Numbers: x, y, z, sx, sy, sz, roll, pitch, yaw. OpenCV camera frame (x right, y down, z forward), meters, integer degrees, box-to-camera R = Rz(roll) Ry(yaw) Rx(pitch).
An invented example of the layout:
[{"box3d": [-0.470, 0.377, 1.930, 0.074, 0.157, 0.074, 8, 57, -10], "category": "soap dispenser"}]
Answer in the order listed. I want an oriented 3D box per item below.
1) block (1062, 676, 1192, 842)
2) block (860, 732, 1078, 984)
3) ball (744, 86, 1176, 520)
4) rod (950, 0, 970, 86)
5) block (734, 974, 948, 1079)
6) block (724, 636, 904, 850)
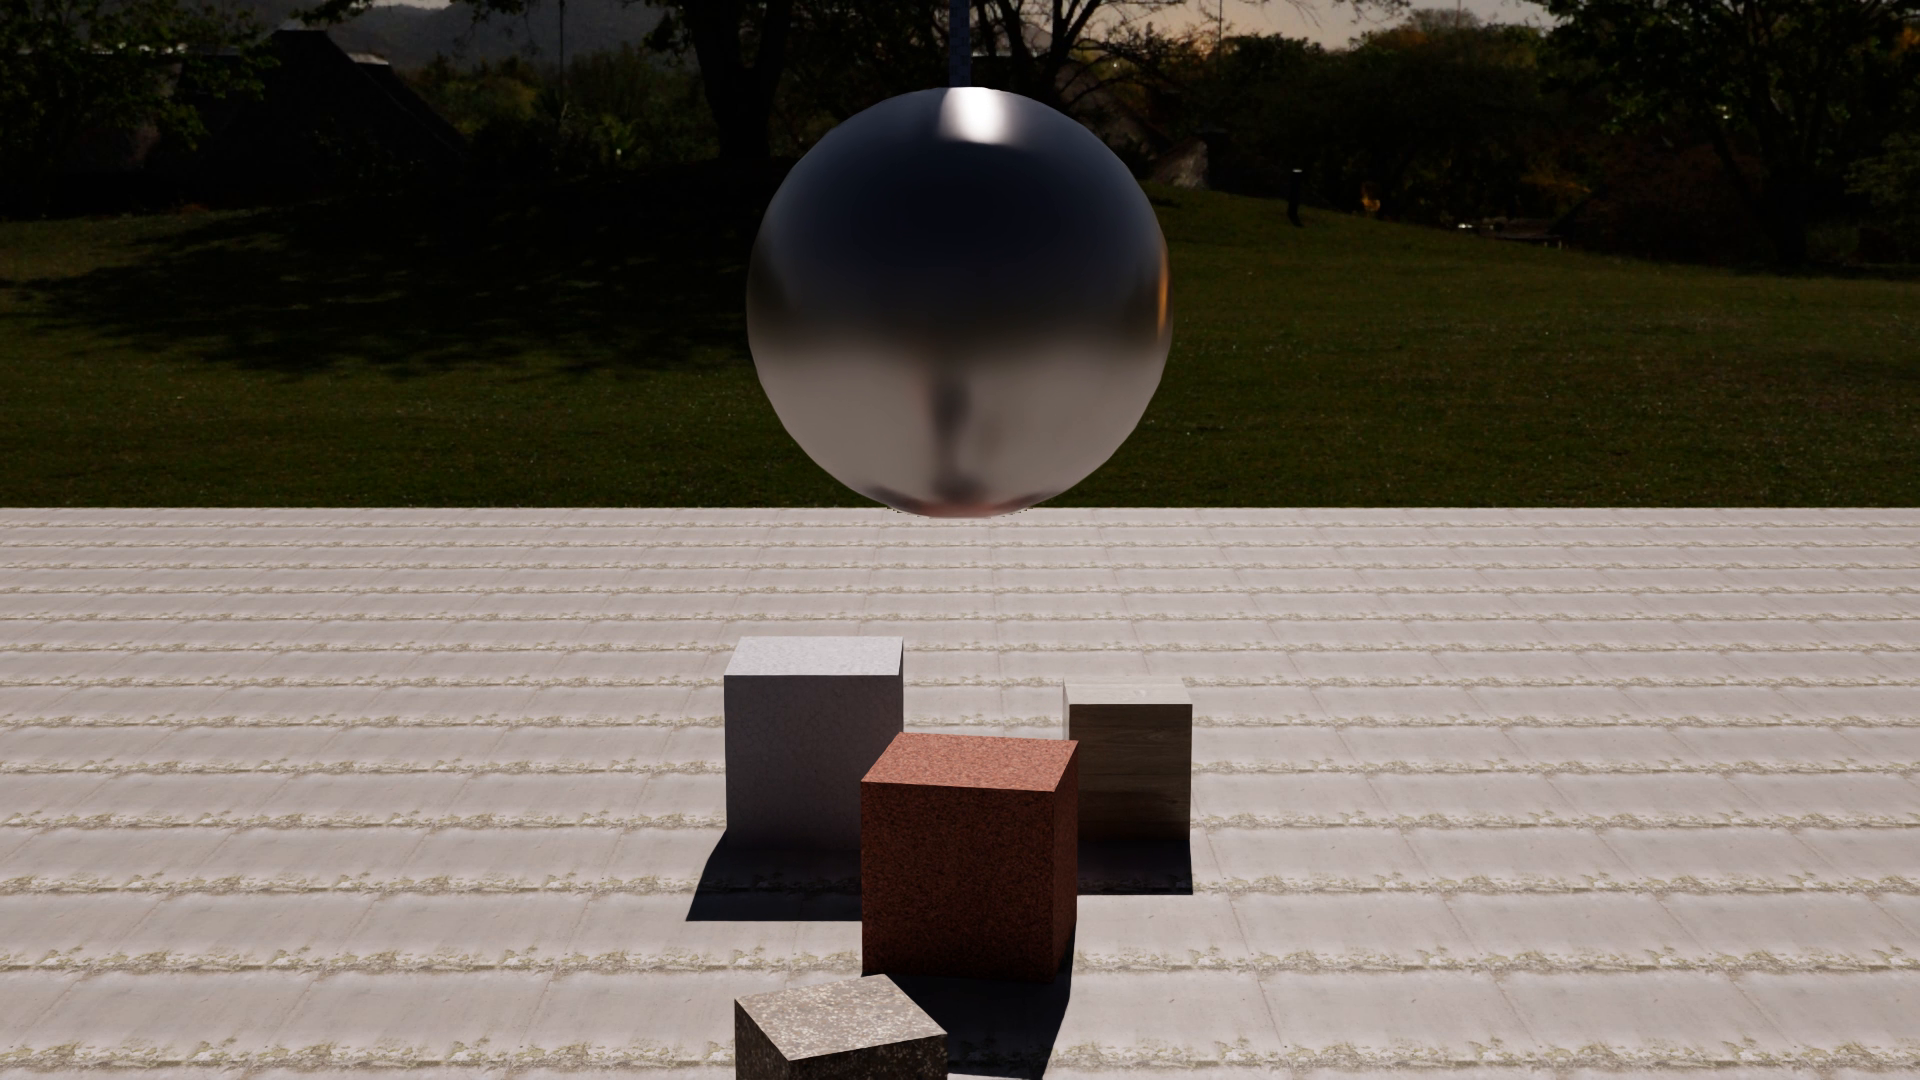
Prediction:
[{"box3d": [0.856, 1.123, 11.386, 0.619, 0.717, 0.588, 0, 10, 0], "category": "block"}, {"box3d": [0.057, 1.374, 9.646, 0.822, 0.845, 0.796, 2, 10, 10], "category": "block"}, {"box3d": [0.000, -0.878, 8.211, 1.600, 1.600, 1.600, 0, 10, 0], "category": "ball"}, {"box3d": [0.000, -4.127, 9.212, 0.080, 5.200, 0.080, 0, -17, 0], "category": "rod"}, {"box3d": [-0.413, 1.897, 7.532, 0.559, 0.572, 0.580, -4, 11, -23], "category": "block"}, {"box3d": [-0.735, 1.033, 11.363, 0.863, 0.901, 0.858, 0, 10, 0], "category": "block"}]
